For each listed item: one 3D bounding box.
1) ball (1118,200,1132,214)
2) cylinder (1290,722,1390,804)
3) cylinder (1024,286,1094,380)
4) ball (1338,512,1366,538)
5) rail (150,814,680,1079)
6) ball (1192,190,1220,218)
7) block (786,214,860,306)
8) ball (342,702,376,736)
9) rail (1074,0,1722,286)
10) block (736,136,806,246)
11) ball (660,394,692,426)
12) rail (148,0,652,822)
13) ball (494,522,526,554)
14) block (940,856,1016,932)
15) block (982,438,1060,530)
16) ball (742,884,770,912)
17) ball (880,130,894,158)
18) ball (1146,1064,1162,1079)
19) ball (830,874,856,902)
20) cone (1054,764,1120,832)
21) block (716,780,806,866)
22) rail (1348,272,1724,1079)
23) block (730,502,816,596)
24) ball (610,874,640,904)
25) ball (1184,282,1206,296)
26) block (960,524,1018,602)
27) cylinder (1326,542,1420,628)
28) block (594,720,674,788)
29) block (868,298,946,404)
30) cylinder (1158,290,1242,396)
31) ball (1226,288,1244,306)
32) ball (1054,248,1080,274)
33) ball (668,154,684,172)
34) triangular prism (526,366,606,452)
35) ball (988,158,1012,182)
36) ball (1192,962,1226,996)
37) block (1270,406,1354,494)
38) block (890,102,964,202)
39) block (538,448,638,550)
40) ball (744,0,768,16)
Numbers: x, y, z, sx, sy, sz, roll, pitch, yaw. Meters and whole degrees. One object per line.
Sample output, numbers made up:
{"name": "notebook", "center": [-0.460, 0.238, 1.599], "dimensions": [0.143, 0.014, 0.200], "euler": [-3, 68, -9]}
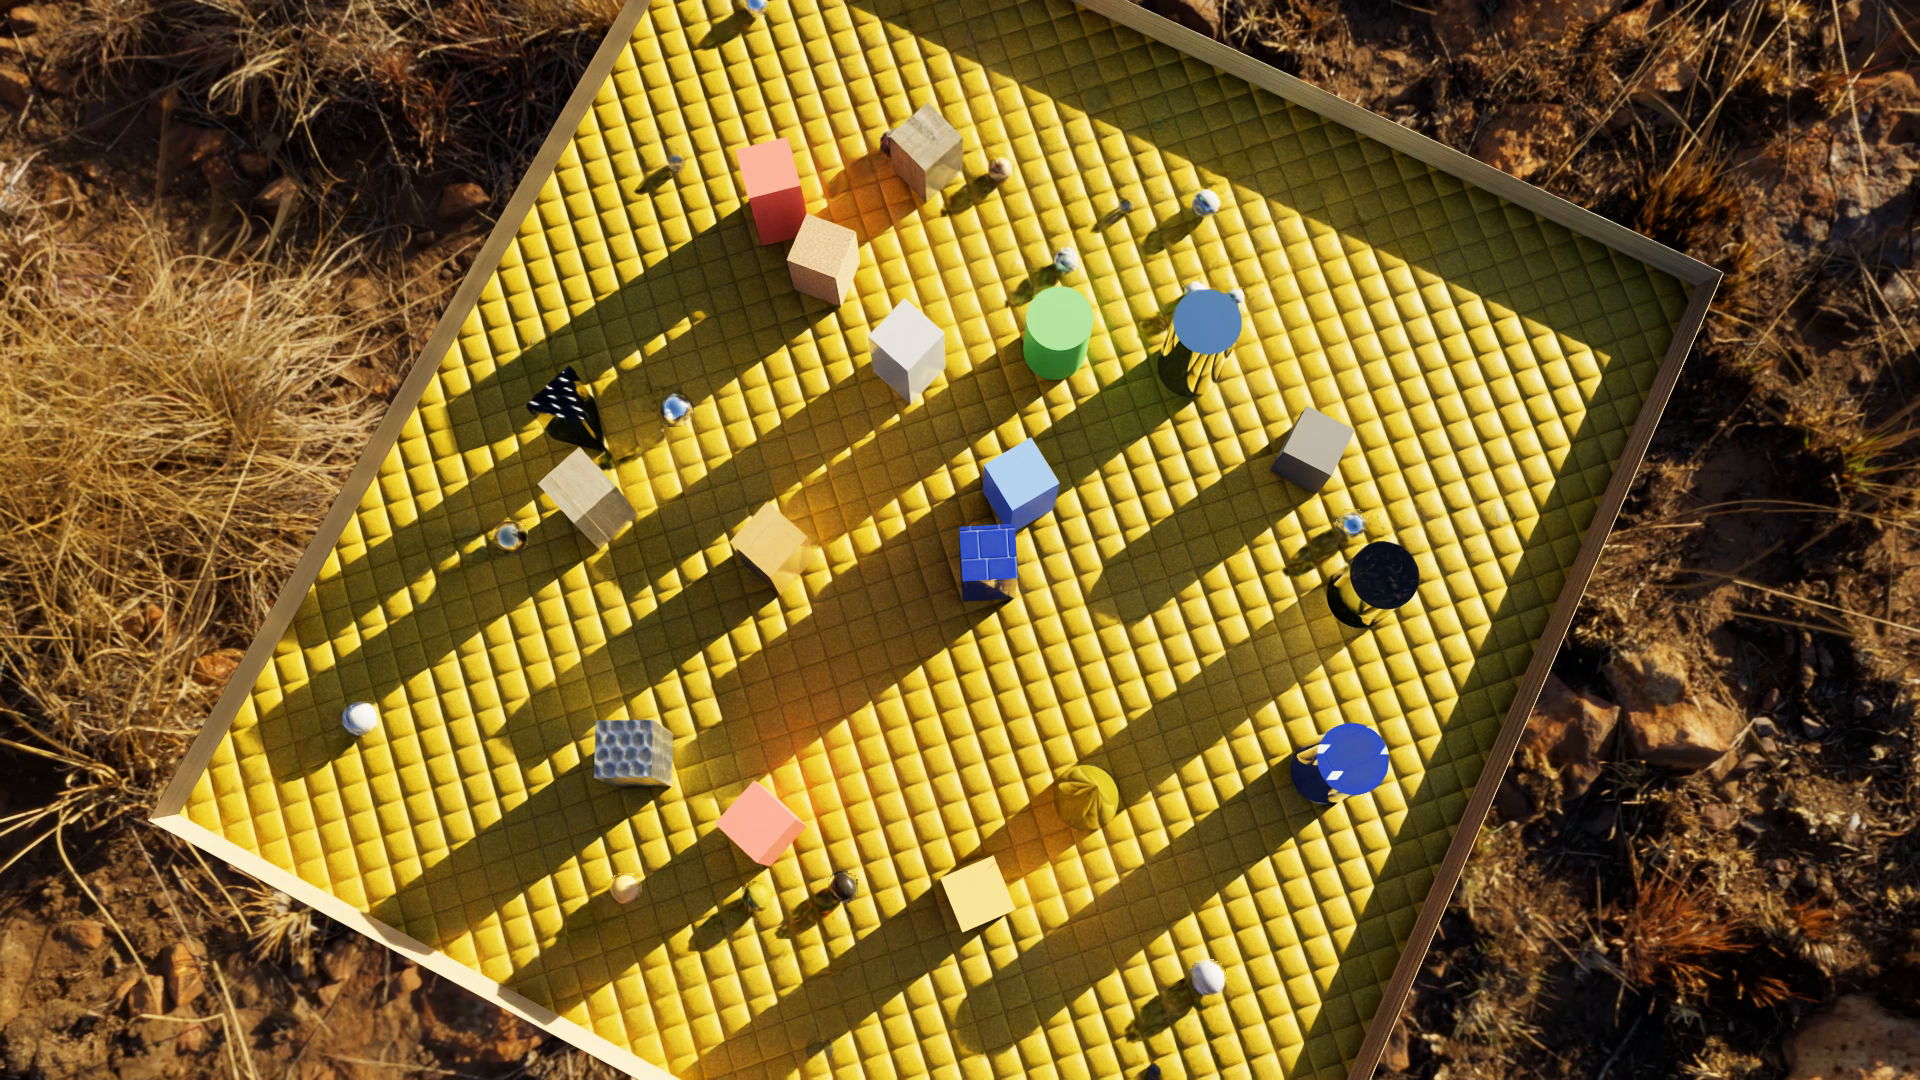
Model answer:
{"name": "ball", "center": [0.525, -1.058, 5.813], "dimensions": [0.044, 0.044, 0.044], "euler": [0, 78, 0]}
{"name": "cylinder", "center": [1.087, 0.647, 5.271], "dimensions": [0.200, 0.414, 0.200], "euler": [0, 78, 0]}
{"name": "cylinder", "center": [0.297, -0.628, 5.591], "dimensions": [0.200, 0.304, 0.200], "euler": [0, 78, 0]}
{"name": "ball", "center": [1.196, -0.045, 5.583], "dimensions": [0.084, 0.084, 0.084], "euler": [0, 78, 0]}
{"name": "rail", "center": [-0.796, 1.565, 5.225], "dimensions": [3.468, 0.130, 0.045], "euler": [26, 80, 5]}
{"name": "ball", "center": [0.778, -1.063, 5.793], "dimensions": [0.086, 0.086, 0.086], "euler": [0, 78, 0]}
{"name": "block", "center": [-0.419, -0.862, 5.660], "dimensions": [0.160, 0.264, 0.160], "euler": [21, 79, 4]}
{"name": "ball", "center": [-1.788, 0.531, 5.456], "dimensions": [0.100, 0.100, 0.100], "euler": [0, 78, 0]}
{"name": "rail", "center": [0.796, -1.552, 5.871], "dimensions": [3.468, 0.130, 0.045], "euler": [26, 80, 5]}
{"name": "block", "center": [-0.570, -1.068, 5.639], "dimensions": [0.160, 0.390, 0.160], "euler": [-15, 79, -3]}
{"name": "ball", "center": [-0.876, -0.402, 5.650], "dimensions": [0.097, 0.097, 0.097], "euler": [0, 78, 0]}
{"name": "rail", "center": [-1.530, -0.742, 5.703], "dimensions": [0.045, 0.130, 3.606], "euler": [26, 80, 5]}
{"name": "ball", "center": [-1.367, -0.007, 5.568], "dimensions": [0.098, 0.098, 0.098], "euler": [0, 78, 0]}
{"name": "block", "center": [0.050, 1.014, 5.239], "dimensions": [0.160, 0.329, 0.160], "euler": [-22, 79, -4]}
{"name": "block", "center": [0.179, -0.157, 5.475], "dimensions": [0.160, 0.342, 0.160], "euler": [-30, 80, -6]}
{"name": "ball", "center": [-0.595, 1.047, 5.358], "dimensions": [0.082, 0.082, 0.082], "euler": [0, 78, 0]}
{"name": "ball", "center": [-0.210, -1.262, 5.828], "dimensions": [0.088, 0.088, 0.088], "euler": [0, 78, 0]}
{"name": "ball", "center": [0.557, 1.531, 5.276], "dimensions": [0.046, 0.046, 0.046], "euler": [0, 78, 0]}
{"name": "ball", "center": [-0.342, 1.018, 5.365], "dimensions": [0.080, 0.080, 0.080], "euler": [0, 78, 0]}
{"name": "cone", "center": [0.378, 0.720, 5.234], "dimensions": [0.200, 0.457, 0.200], "euler": [0, 78, 0]}
{"name": "block", "center": [-0.566, 0.817, 5.256], "dimensions": [0.160, 0.375, 0.160], "euler": [42, 81, 8]}
{"name": "rail", "center": [1.530, 0.756, 5.393], "dimensions": [0.045, 0.130, 3.606], "euler": [26, 80, 5]}
{"name": "block", "center": [-0.554, 0.029, 5.456], "dimensions": [0.160, 0.304, 0.160], "euler": [41, 81, 8]}
{"name": "ball", "center": [-0.979, 1.022, 5.363], "dimensions": [0.083, 0.083, 0.083], "euler": [0, 78, 0]}
{"name": "ball", "center": [0.737, -0.771, 5.738], "dimensions": [0.075, 0.075, 0.075], "euler": [0, 78, 0]}
{"name": "block", "center": [0.082, 0.070, 5.427], "dimensions": [0.160, 0.342, 0.160], "euler": [-3, 78, -1]}
{"name": "cylinder", "center": [1.217, 0.136, 5.416], "dimensions": [0.200, 0.339, 0.200], "euler": [0, 78, 0]}
{"name": "block", "center": [-0.939, 0.620, 5.296], "dimensions": [0.160, 0.377, 0.160], "euler": [-1, 78, 0]}
{"name": "block", "center": [-0.158, -0.568, 5.554], "dimensions": [0.160, 0.353, 0.160], "euler": [42, 81, 8]}
{"name": "cylinder", "center": [0.717, -0.587, 5.516], "dimensions": [0.200, 0.435, 0.200], "euler": [0, 78, 0]}
{"name": "ball", "center": [0.863, -0.760, 5.744], "dimensions": [0.058, 0.058, 0.058], "euler": [0, 78, 0]}
{"name": "ball", "center": [0.336, -0.879, 5.759], "dimensions": [0.078, 0.078, 0.078], "euler": [0, 78, 0]}
{"name": "ball", "center": [-0.906, -1.201, 5.838], "dimensions": [0.053, 0.053, 0.053], "euler": [0, 78, 0]}
{"name": "triangular prism", "center": [-1.161, -0.402, 5.520], "dimensions": [0.173, 0.352, 0.150], "euler": [15, 79, 3]}
{"name": "ball", "center": [0.128, -1.175, 5.820], "dimensions": [0.078, 0.078, 0.078], "euler": [0, 78, 0]}
{"name": "ball", "center": [0.719, 1.271, 5.304], "dimensions": [0.097, 0.097, 0.097], "euler": [0, 78, 0]}
{"name": "block", "center": [1.065, -0.271, 5.550], "dimensions": [0.160, 0.240, 0.160], "euler": [28, 80, 5]}
{"name": "block", "center": [-0.103, -1.210, 5.736], "dimensions": [0.160, 0.258, 0.160], "euler": [-43, 81, -8]}
{"name": "block", "center": [-1.100, -0.119, 5.445], "dimensions": [0.160, 0.384, 0.160], "euler": [-43, 81, -8]}
{"name": "ball", "center": [-0.661, -1.734, 5.937], "dimensions": [0.076, 0.076, 0.076], "euler": [0, 78, 0]}
